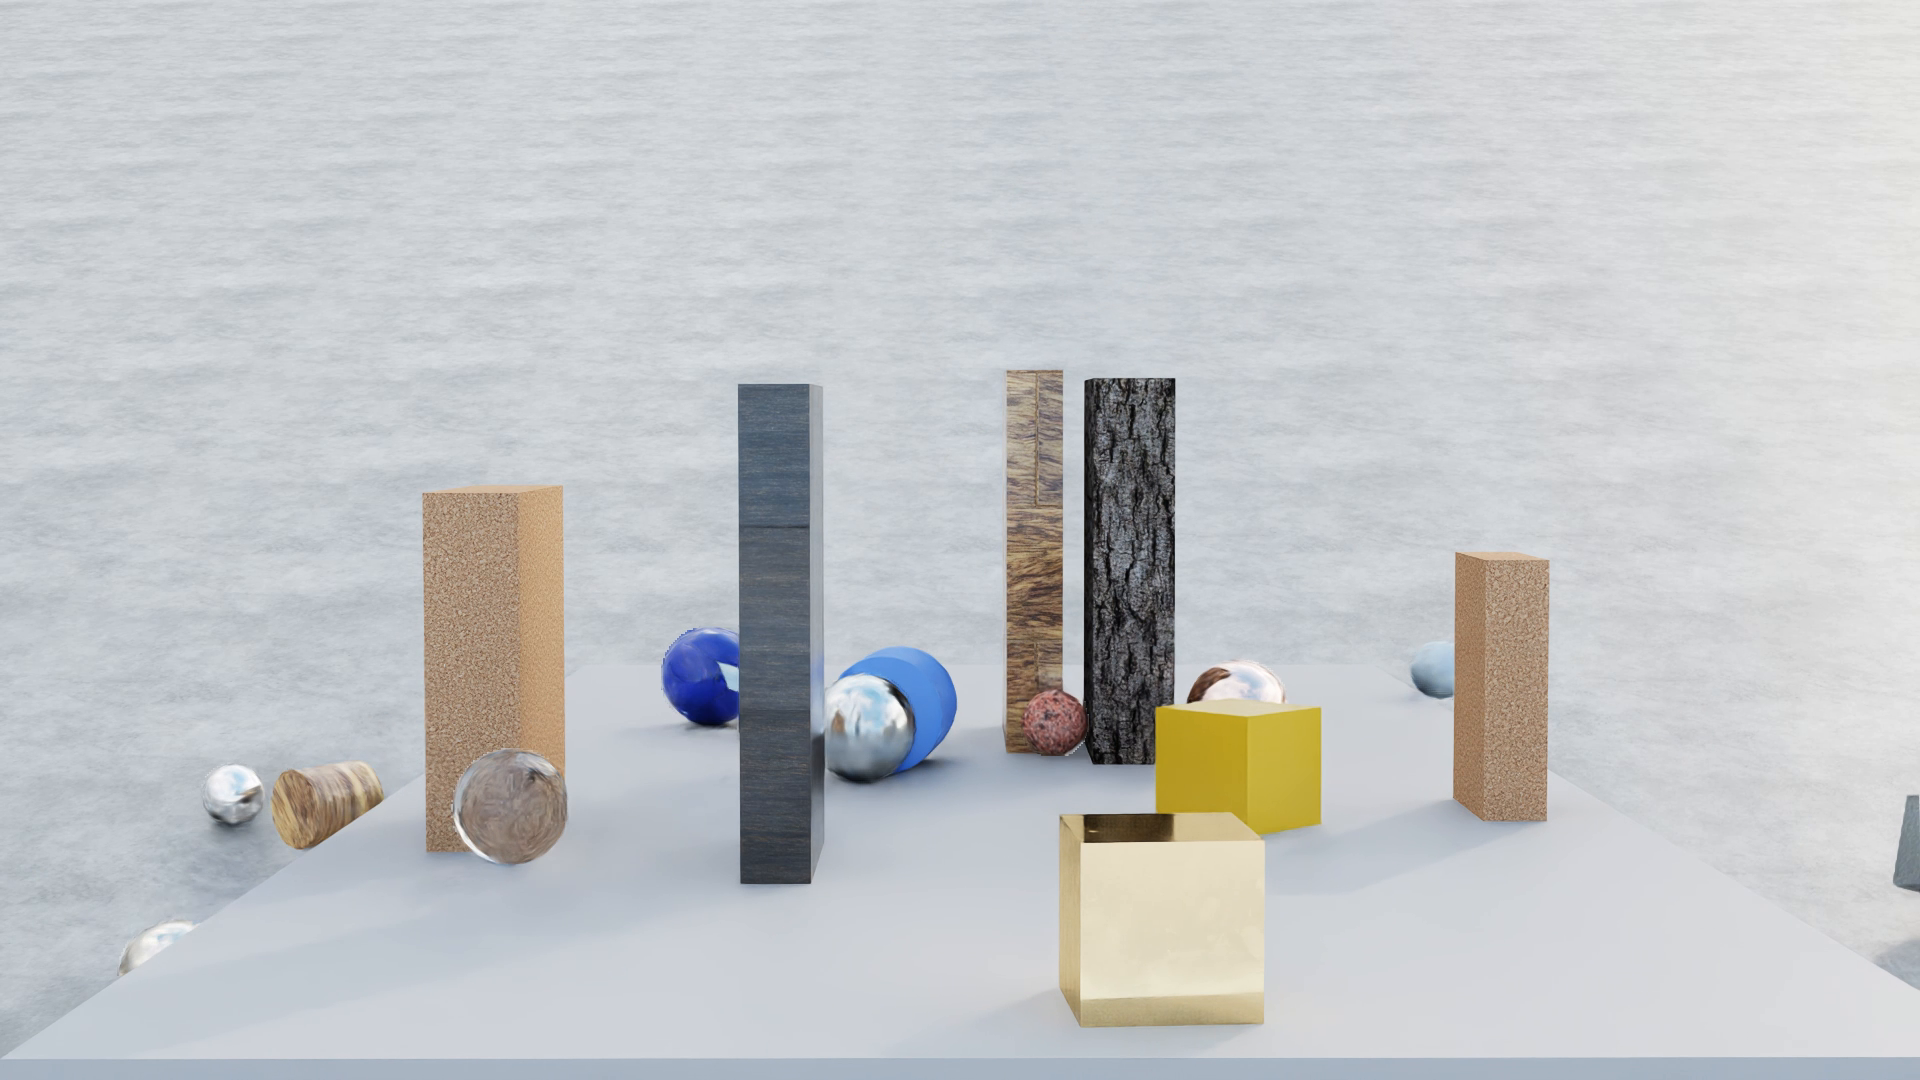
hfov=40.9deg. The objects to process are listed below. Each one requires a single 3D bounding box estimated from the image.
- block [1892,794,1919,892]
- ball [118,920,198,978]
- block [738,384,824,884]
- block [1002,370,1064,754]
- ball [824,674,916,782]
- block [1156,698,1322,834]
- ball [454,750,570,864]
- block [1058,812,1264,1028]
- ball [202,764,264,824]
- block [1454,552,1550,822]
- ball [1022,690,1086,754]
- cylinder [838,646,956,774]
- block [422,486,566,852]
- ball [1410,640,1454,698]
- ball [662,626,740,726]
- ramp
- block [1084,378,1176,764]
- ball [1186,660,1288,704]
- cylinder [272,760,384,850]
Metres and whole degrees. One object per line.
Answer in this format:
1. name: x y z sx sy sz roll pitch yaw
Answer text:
1. block: 2.153 0.663 5.502 0.199 0.199 0.199 15 -12 -8
2. ball: -1.280 0.705 4.188 0.172 0.172 0.172 0 22 0
3. block: -0.250 0.119 3.636 0.096 0.675 0.353 0 3 0
4. block: 0.139 0.031 5.026 0.105 0.718 0.439 0 3 0
5. ball: -0.169 0.325 4.449 0.186 0.186 0.186 0 22 0
6. block: 0.431 0.349 3.986 0.181 0.181 0.181 -3 4 -45
7. ball: -0.632 0.377 3.628 0.162 0.162 0.162 0 22 0
8. block: 0.213 0.403 2.758 0.192 0.192 0.192 0 3 -4
9. ball: -1.676 0.587 5.932 0.139 0.139 0.139 0 22 0
10. block: 0.865 0.229 4.123 0.099 0.408 0.245 0 3 0
11. ball: 0.174 0.337 4.761 0.121 0.121 0.121 0 22 0
12. cylinder: -0.122 0.304 4.641 0.208 0.208 0.208 3 3 7
13. block: -0.706 0.182 3.931 0.138 0.521 0.423 0 3 0
14. ball: 1.098 0.297 5.880 0.133 0.133 0.133 0 22 0
15. ball: -0.507 0.278 5.256 0.201 0.201 0.201 0 22 0
16. ramp: 0.051 0.464 4.534 2.000 0.100 4.000 0 3 0
17. block: 0.314 0.049 4.818 0.147 0.700 0.346 0 3 0
18. ball: 0.505 0.312 4.681 0.187 0.187 0.187 0 22 0
19. cylinder: -1.426 0.596 5.803 0.177 0.177 0.177 18 15 38
